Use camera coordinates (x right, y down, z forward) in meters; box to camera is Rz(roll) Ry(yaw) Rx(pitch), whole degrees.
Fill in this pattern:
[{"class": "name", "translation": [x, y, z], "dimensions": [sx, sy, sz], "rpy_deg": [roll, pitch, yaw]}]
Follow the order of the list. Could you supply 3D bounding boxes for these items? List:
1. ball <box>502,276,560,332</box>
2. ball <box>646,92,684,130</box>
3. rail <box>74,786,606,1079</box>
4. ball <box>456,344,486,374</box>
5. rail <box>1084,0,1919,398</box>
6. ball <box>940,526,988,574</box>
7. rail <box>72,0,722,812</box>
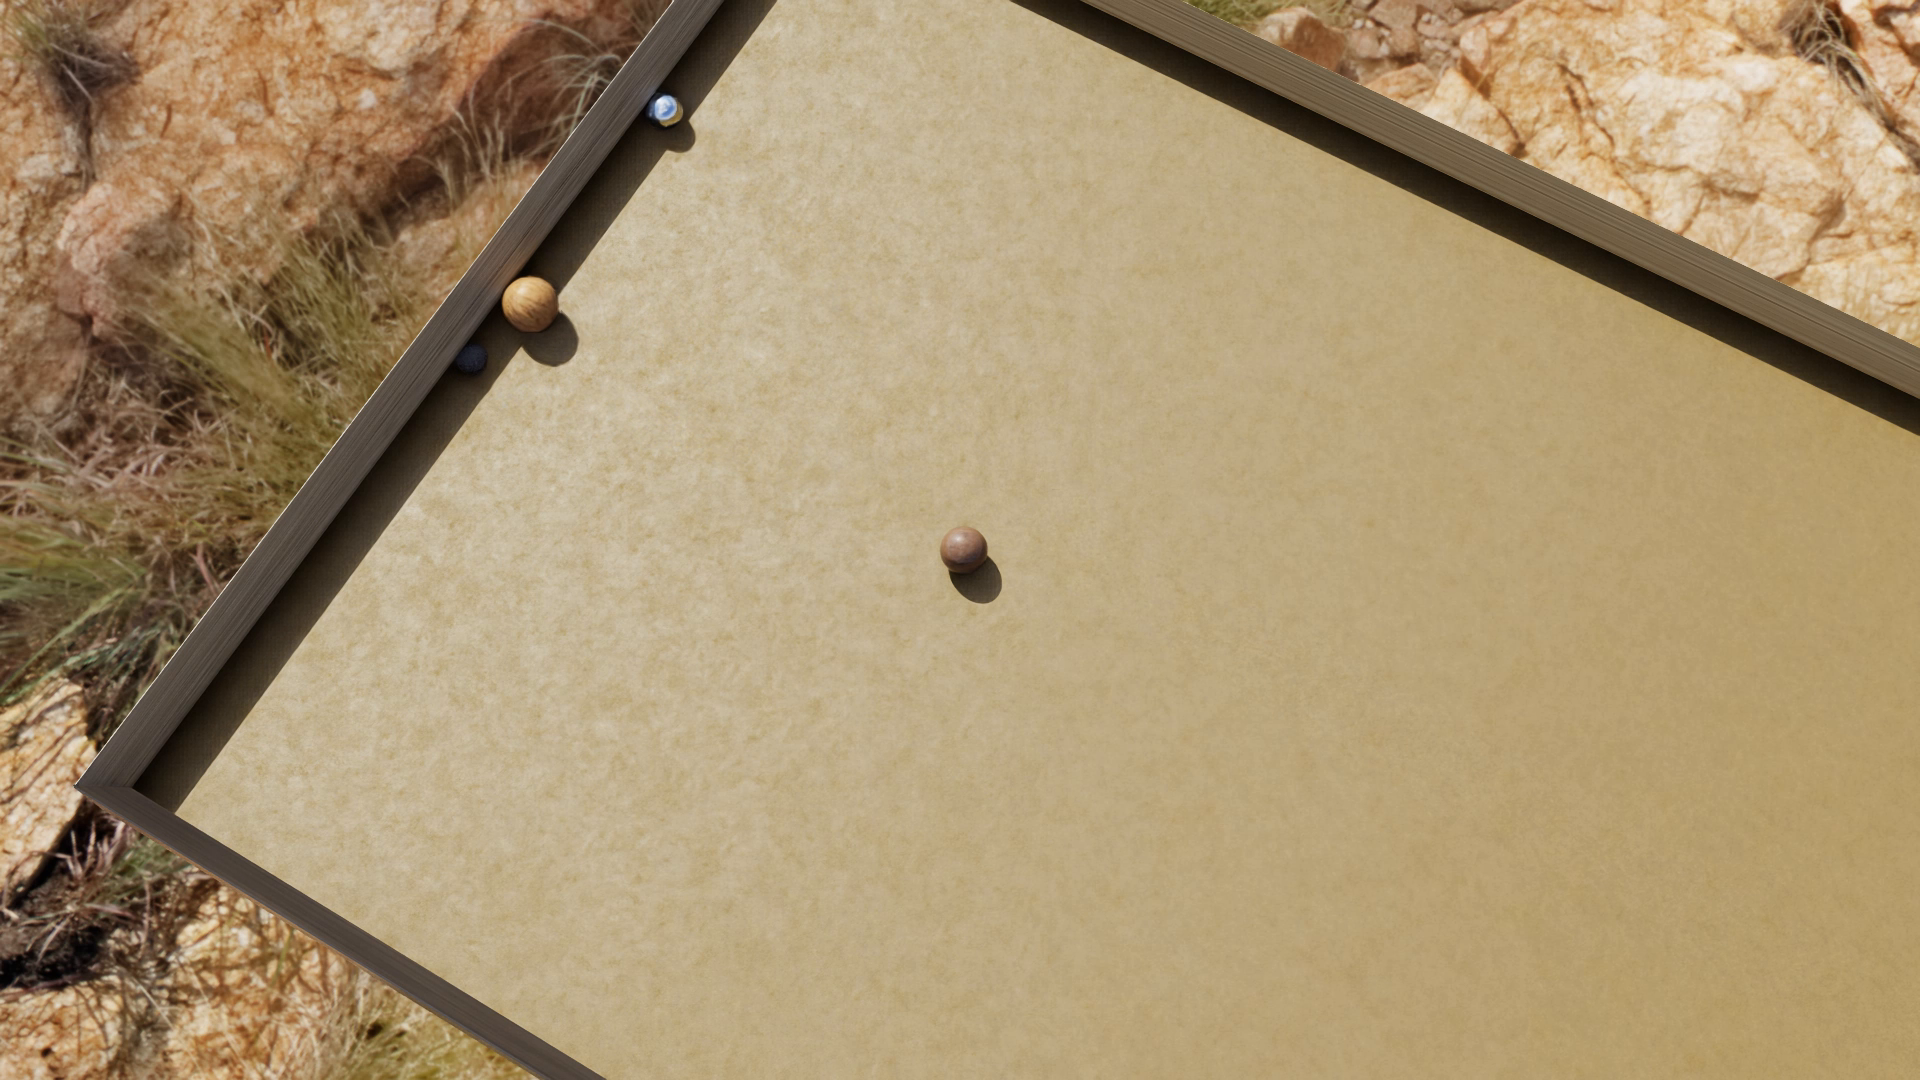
[{"class": "ball", "translation": [-0.714, -0.392, 3.658], "dimensions": [0.093, 0.093, 0.093], "rpy_deg": [0, 67, 0]}, {"class": "ball", "translation": [-0.514, -0.746, 3.822], "dimensions": [0.066, 0.066, 0.066], "rpy_deg": [0, 67, 0]}, {"class": "rail", "translation": [0.286, 1.222, 2.965], "dimensions": [3.677, 0.121, 0.045], "rpy_deg": [28, 70, 11]}, {"class": "ball", "translation": [-0.810, -0.301, 3.644], "dimensions": [0.049, 0.049, 0.049], "rpy_deg": [0, 67, 0]}, {"class": "rail", "translation": [1.304, -0.393, 3.642], "dimensions": [3.677, 0.121, 0.045], "rpy_deg": [28, 70, 11]}, {"class": "ball", "translation": [0.006, 0.016, 3.496], "dimensions": [0.077, 0.077, 0.077], "rpy_deg": [0, 67, 0]}, {"class": "rail", "translation": [-0.774, -0.426, 3.657], "dimensions": [0.045, 0.121, 2.073], "rpy_deg": [28, 70, 11]}]
